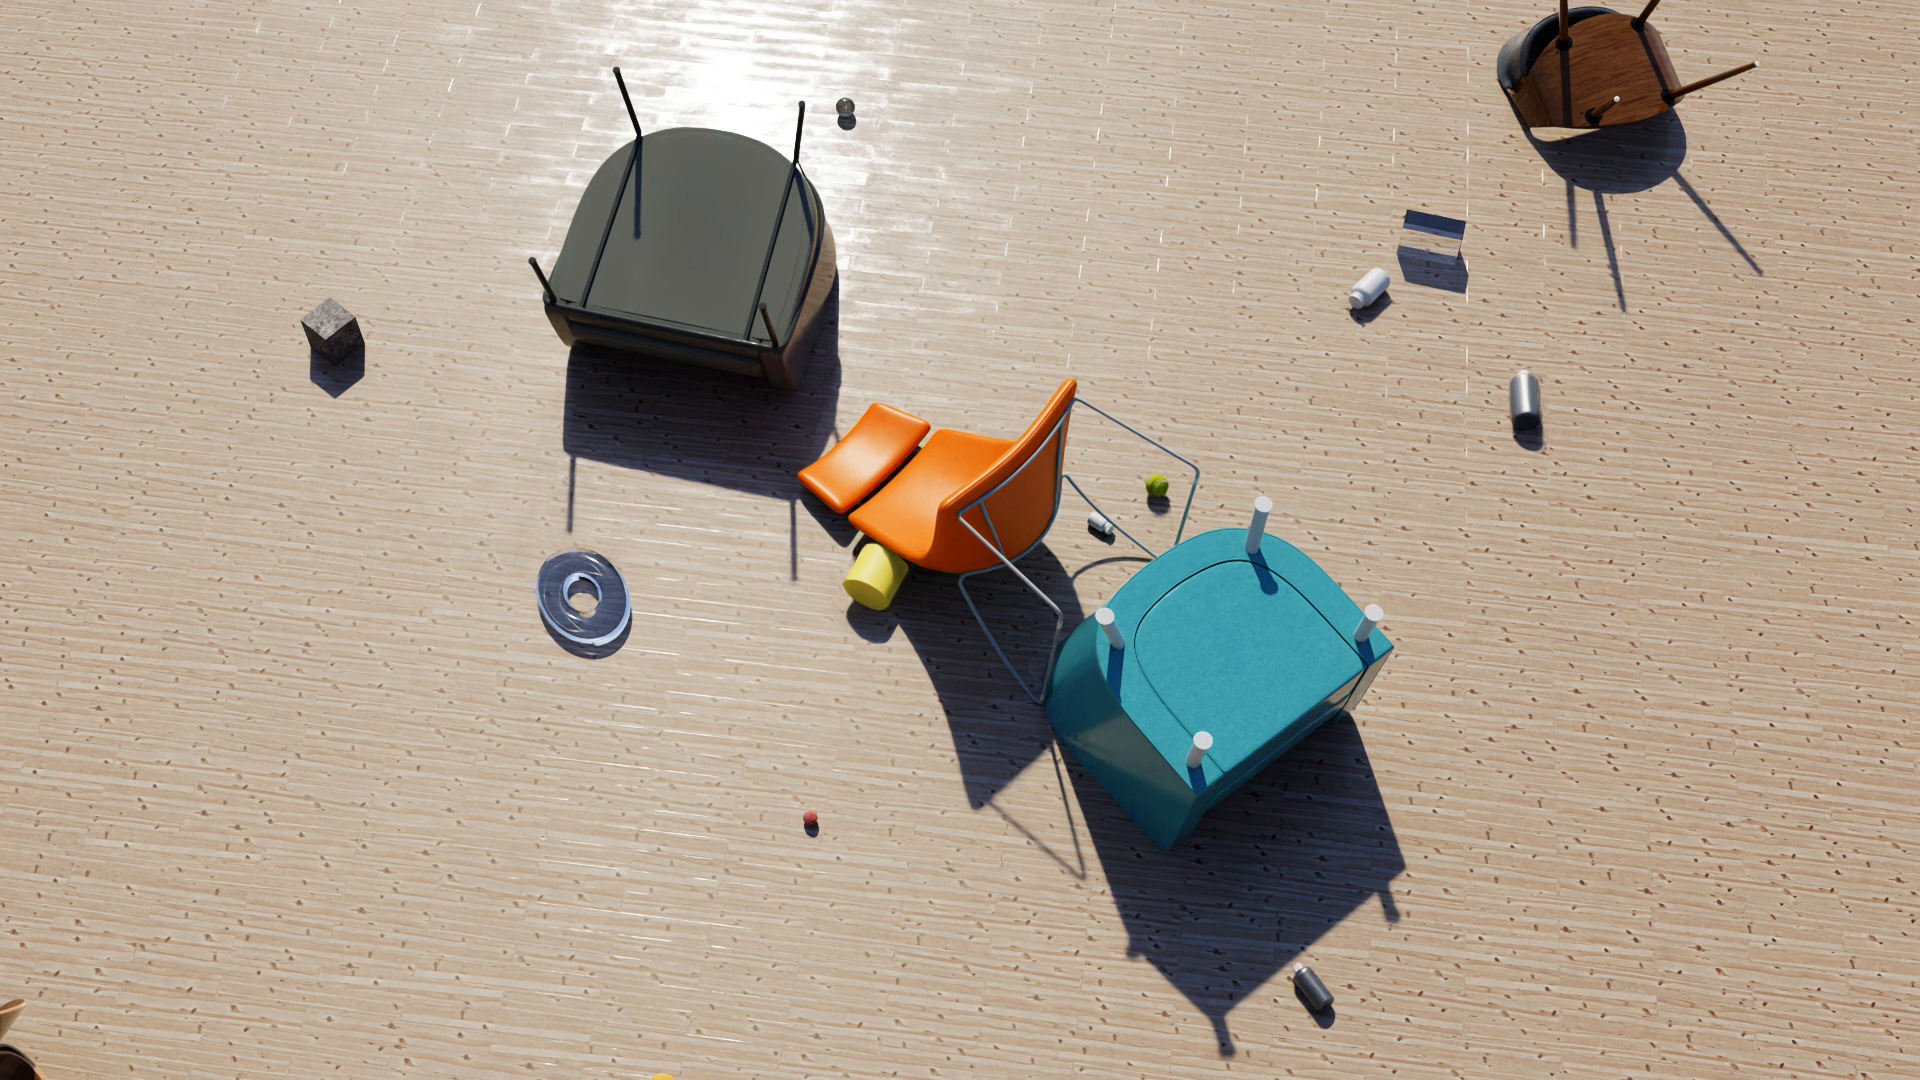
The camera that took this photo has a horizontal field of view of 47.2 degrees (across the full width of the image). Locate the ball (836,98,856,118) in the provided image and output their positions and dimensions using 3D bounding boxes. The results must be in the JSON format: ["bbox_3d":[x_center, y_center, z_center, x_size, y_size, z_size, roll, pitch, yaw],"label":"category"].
[{"bbox_3d":[-0.392,-1.482,7.528,0.067,0.067,0.067,0,56,0],"label":"ball"}]

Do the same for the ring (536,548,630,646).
[{"bbox_3d":[-1.102,0.163,6.433,0.258,0.053,0.363,-25,59,-15],"label":"ring"}]

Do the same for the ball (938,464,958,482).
[{"bbox_3d":[-0.036,-0.204,6.677,0.057,0.057,0.057,0,56,0],"label":"ball"}]

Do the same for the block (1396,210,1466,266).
[{"bbox_3d":[1.533,-0.984,7.159,0.194,0.125,0.085,13,57,9],"label":"block"}]

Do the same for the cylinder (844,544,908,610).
[{"bbox_3d":[-0.246,0.106,6.424,0.147,0.129,0.136,27,59,2],"label":"cylinder"}]

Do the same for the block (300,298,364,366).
[{"bbox_3d":[-1.977,-0.656,6.933,0.122,0.135,0.121,35,63,21],"label":"block"}]
